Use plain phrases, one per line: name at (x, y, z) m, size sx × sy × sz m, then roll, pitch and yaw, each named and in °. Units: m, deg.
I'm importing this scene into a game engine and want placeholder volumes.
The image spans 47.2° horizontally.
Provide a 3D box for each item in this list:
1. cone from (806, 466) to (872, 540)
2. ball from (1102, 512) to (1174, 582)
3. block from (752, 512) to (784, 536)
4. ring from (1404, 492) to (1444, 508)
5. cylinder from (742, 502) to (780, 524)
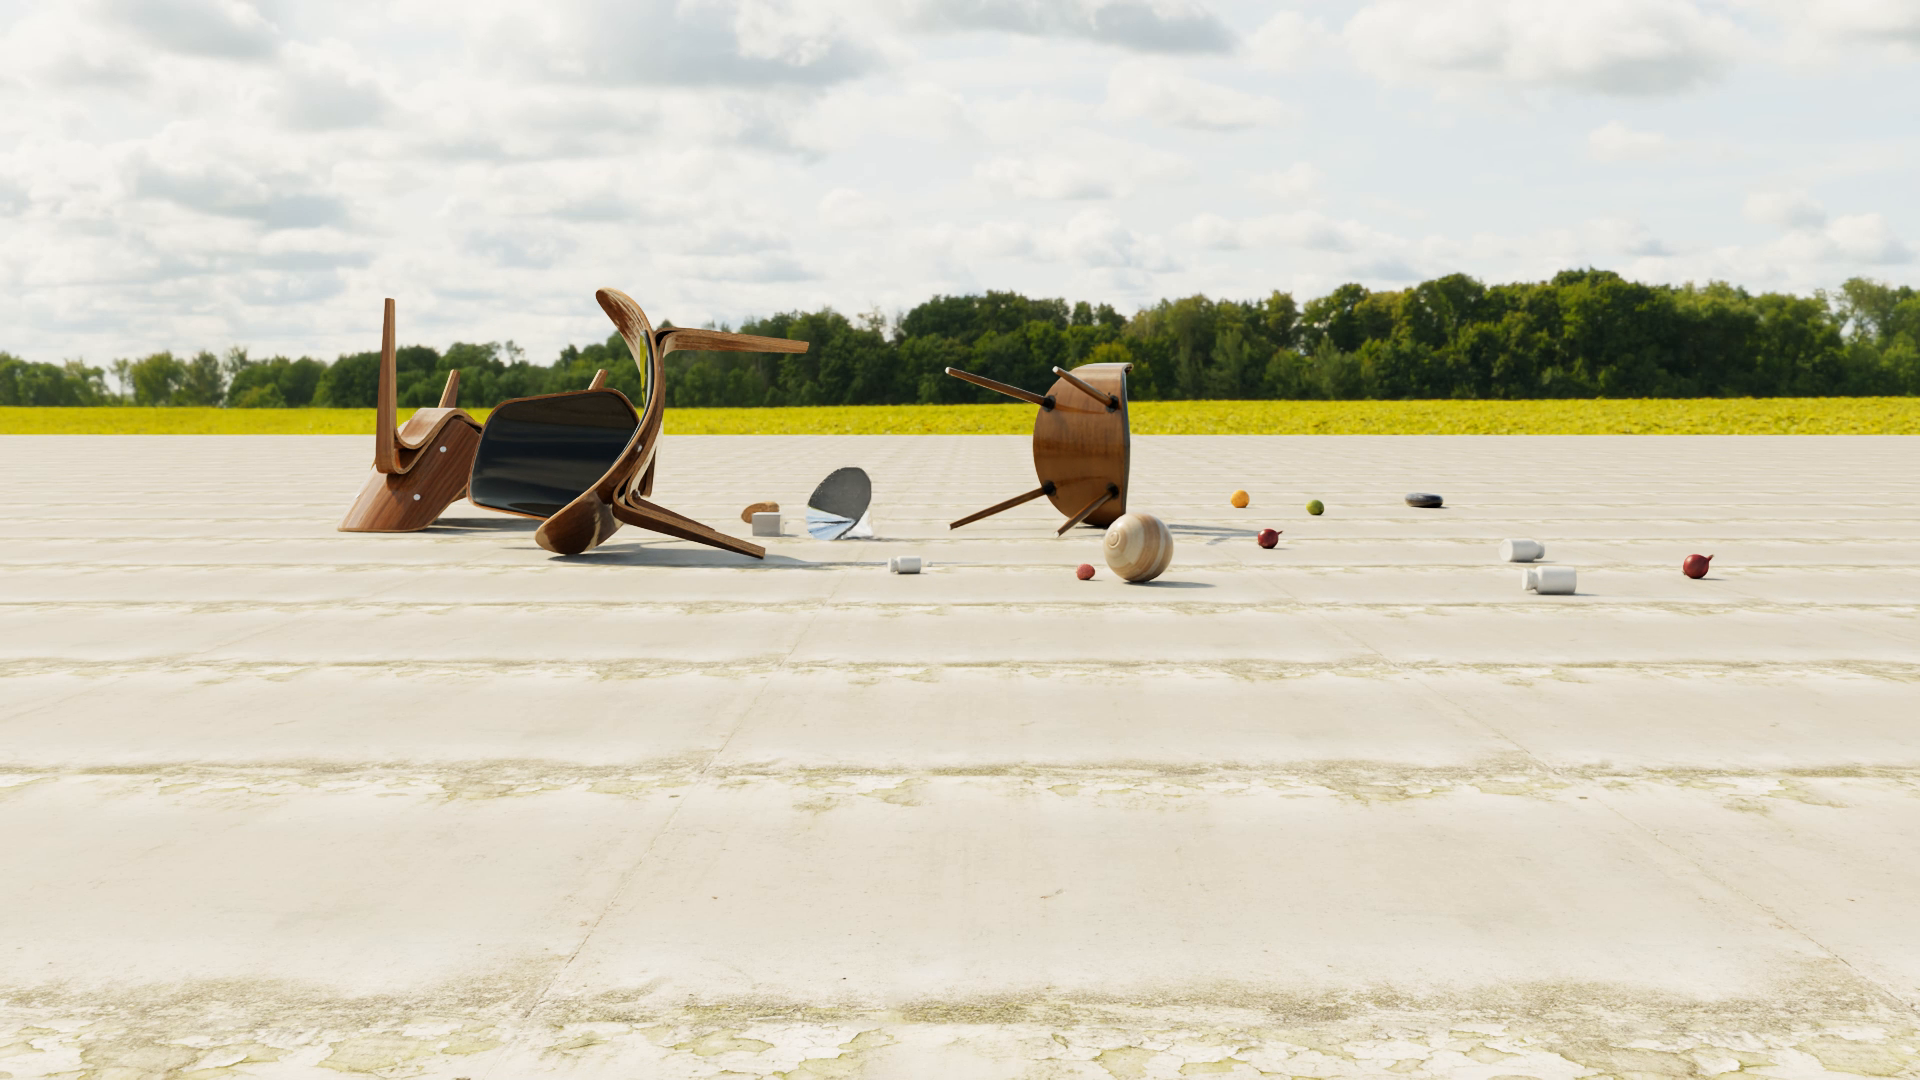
cone at (-0.314, -0.061, 6.644) m, size 0.206 × 0.250 × 0.235 m, roll 25°, pitch -11°, yaw 34°
ball at (0.414, 0.017, 5.104) m, size 0.164 × 0.164 × 0.164 m, roll 0°, pitch 4°, yaw 0°
block at (-0.589, -0.049, 6.765) m, size 0.086 × 0.067 × 0.114 m, roll 0°, pitch 4°, yaw 2°
ring at (1.773, -0.152, 8.401) m, size 0.132 × 0.050 × 0.254 m, roll 1°, pitch 3°, yaw -6°
cylinder at (-0.670, -0.093, 7.395) m, size 0.106 × 0.065 × 0.125 m, roll -18°, pitch 1°, yaw 10°
